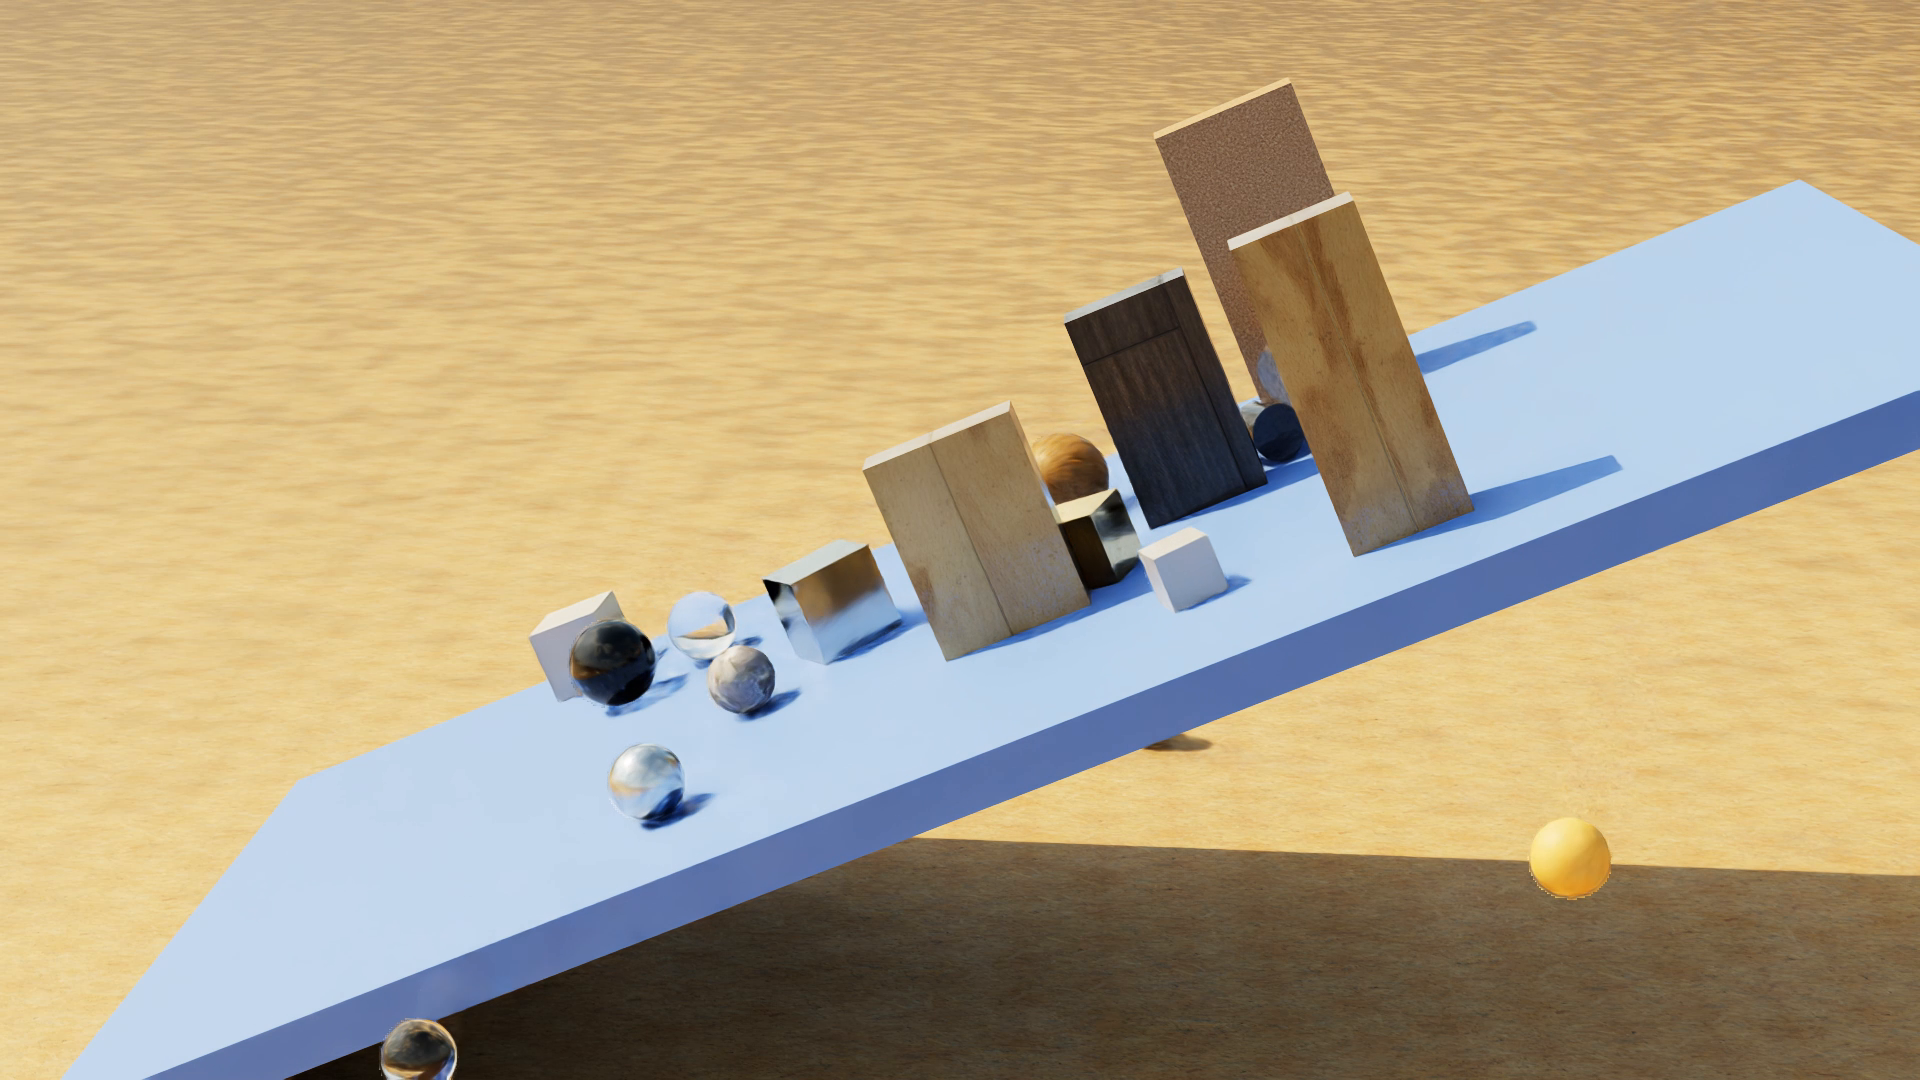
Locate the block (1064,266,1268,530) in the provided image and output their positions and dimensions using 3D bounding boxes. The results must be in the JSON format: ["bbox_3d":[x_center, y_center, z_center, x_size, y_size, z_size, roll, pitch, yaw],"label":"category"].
[{"bbox_3d":[0.444,-0.305,6.334,0.272,0.489,0.118,-22,12,8],"label":"block"}]

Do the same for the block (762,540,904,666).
[{"bbox_3d":[-0.282,0.136,6.489,0.197,0.197,0.197,-28,13,-18],"label":"block"}]

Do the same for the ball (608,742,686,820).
[{"bbox_3d":[-0.614,0.475,5.776,0.152,0.152,0.152,0,14,0],"label":"ball"}]

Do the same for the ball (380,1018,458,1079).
[{"bbox_3d":[-0.980,0.936,5.325,0.137,0.137,0.137,0,14,0],"label":"ball"}]

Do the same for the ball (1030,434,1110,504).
[{"bbox_3d":[0.235,-0.138,6.673,0.209,0.209,0.209,0,14,0],"label":"ball"}]

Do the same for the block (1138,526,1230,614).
[{"bbox_3d":[0.433,0.057,5.703,0.116,0.116,0.116,-25,12,-7],"label":"block"}]

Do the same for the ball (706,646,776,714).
[{"bbox_3d":[-0.466,0.297,6.266,0.146,0.146,0.146,0,14,0],"label":"ball"}]

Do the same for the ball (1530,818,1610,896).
[{"bbox_3d":[1.013,0.527,4.888,0.131,0.131,0.131,0,14,0],"label":"ball"}]

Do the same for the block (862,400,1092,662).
[{"bbox_3d":[0.037,-0.018,5.996,0.320,0.434,0.112,-22,12,8],"label":"block"}]

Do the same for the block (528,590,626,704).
[{"bbox_3d":[-0.912,0.259,7.164,0.180,0.180,0.180,-21,13,13],"label":"block"}]

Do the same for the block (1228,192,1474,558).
[{"bbox_3d":[0.730,-0.308,5.495,0.241,0.628,0.122,-22,12,8],"label":"block"}]

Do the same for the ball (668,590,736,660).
[{"bbox_3d":[-0.604,0.200,6.889,0.162,0.162,0.162,0,14,0],"label":"ball"}]

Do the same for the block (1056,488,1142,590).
[{"bbox_3d":[0.262,0.008,6.130,0.156,0.156,0.156,-16,14,30],"label":"block"}]

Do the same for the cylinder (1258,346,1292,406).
[{"bbox_3d":[0.754,-0.402,6.431,0.160,0.160,0.160,7,37,26],"label":"cylinder"}]

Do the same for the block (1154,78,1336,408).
[{"bbox_3d":[0.736,-0.666,6.792,0.331,0.715,0.124,-22,12,8],"label":"block"}]

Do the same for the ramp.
[{"bbox_3d":[0.128,0.172,6.287,4.000,0.100,2.000,-22,12,8],"label":"ramp"}]

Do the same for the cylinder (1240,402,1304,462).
[{"bbox_3d":[0.677,-0.239,6.484,0.125,0.125,0.125,-5,6,-18],"label":"cylinder"}]

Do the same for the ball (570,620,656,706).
[{"bbox_3d":[-0.803,0.284,6.808,0.200,0.200,0.200,0,14,0],"label":"ball"}]
